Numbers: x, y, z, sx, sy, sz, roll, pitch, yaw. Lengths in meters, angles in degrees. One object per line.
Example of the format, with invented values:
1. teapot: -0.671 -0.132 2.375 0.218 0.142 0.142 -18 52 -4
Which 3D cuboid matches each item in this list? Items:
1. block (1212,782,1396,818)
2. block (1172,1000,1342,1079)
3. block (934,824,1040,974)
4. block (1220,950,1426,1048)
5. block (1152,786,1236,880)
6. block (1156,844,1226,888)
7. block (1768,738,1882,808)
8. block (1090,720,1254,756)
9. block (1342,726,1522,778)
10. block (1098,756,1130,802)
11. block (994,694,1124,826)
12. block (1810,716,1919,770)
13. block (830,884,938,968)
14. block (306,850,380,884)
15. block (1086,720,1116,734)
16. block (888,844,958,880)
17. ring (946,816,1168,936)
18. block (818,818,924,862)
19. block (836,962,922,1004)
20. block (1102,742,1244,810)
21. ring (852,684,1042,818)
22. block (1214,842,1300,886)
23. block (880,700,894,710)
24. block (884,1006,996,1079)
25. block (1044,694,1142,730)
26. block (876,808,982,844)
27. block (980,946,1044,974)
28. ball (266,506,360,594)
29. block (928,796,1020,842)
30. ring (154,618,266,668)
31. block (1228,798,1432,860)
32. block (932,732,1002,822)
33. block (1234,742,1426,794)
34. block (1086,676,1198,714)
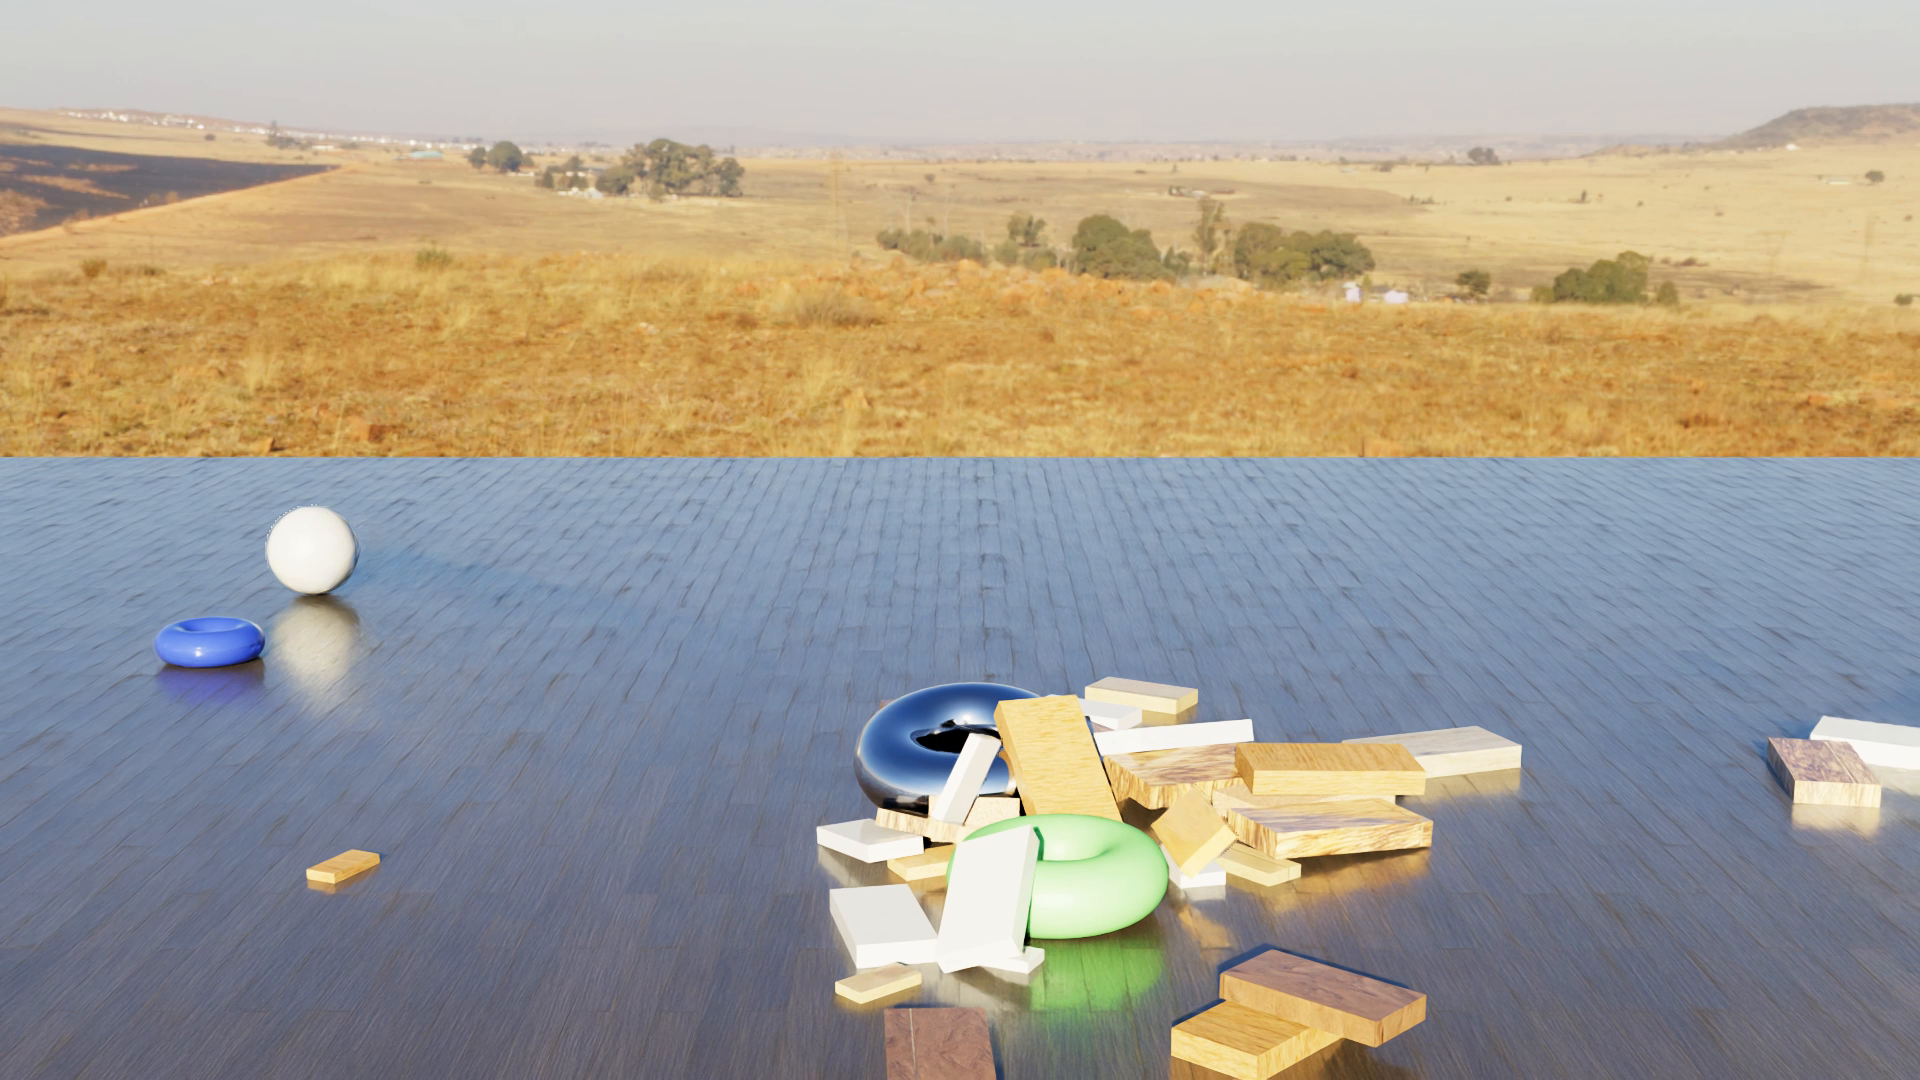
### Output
1. block: 0.645 0.483 4.122 0.316 0.045 0.158 -7 13 -34
2. block: 0.438 0.679 3.080 0.141 0.040 0.283 9 14 41
3. block: 0.044 0.552 3.397 0.128 0.036 0.257 -17 29 20
4. block: 0.507 0.640 3.083 0.256 0.036 0.128 9 14 42
5. block: 0.399 0.500 3.775 0.105 0.030 0.229 -43 12 2
6. block: 0.389 0.558 3.780 0.081 0.023 0.161 -3 11 -14
7. block: 1.684 0.451 4.296 0.153 0.043 0.306 2 11 11
8. block: 0.412 0.393 4.361 0.153 0.043 0.367 -11 -8 42
9. block: 0.945 0.429 4.414 0.316 0.045 0.158 -4 11 -20
10. block: 0.259 0.469 4.221 0.131 0.037 0.263 7 13 34
11. block: 0.178 0.420 3.956 0.153 0.043 0.306 -3 51 -20
12. block: 1.988 0.427 4.420 0.505 0.046 0.162 6 12 29
13. block: -0.122 0.608 3.475 0.128 0.036 0.257 -2 11 -12
14. block: -1.060 0.561 3.781 0.058 0.017 0.117 5 12 24
15. block: 0.233 0.407 4.551 0.131 0.037 0.263 -7 13 -33
16. block: -0.037 0.555 3.798 0.157 0.022 0.078 -5 12 -26
17. ring: 0.158 0.545 3.587 0.363 0.121 0.363 -1 11 0
18. block: -0.159 0.526 3.859 0.105 0.030 0.210 -6 5 -28
19. block: -0.121 0.657 3.263 0.117 0.017 0.059 -9 14 -41
20. block: 0.446 0.448 4.195 0.316 0.045 0.158 -2 18 -31
21. ring: 0.012 0.402 4.131 0.428 0.143 0.428 -3 23 1
22. block: 0.501 0.557 3.785 0.078 0.022 0.157 -9 14 -39
23. block: -0.057 0.409 4.558 0.112 0.032 0.523 -3 11 -14
24. block: -0.025 0.715 2.887 0.141 0.040 0.416 -1 11 -3
25. block: 0.267 0.375 4.742 0.223 0.032 0.112 6 12 31
26. block: -0.031 0.506 3.853 0.210 0.030 0.105 9 -4 24
27. block: 0.061 0.636 3.373 0.122 0.017 0.061 5 12 25
28. ball: -1.772 0.029 6.026 0.242 0.242 0.242 0 11 0
29. block: 0.025 0.500 3.927 0.161 0.081 0.023 1 -6 6
30. ring: -1.805 0.246 5.294 0.255 0.085 0.255 1 10 0
31. block: 0.657 0.511 3.907 0.323 0.046 0.162 -1 9 -24
32. block: 0.012 0.417 3.847 0.023 0.161 0.081 28 5 29
33. block: 0.694 0.430 4.138 0.323 0.046 0.162 1 13 -5
34. block: 0.404 0.345 4.900 0.223 0.032 0.112 6 12 30
